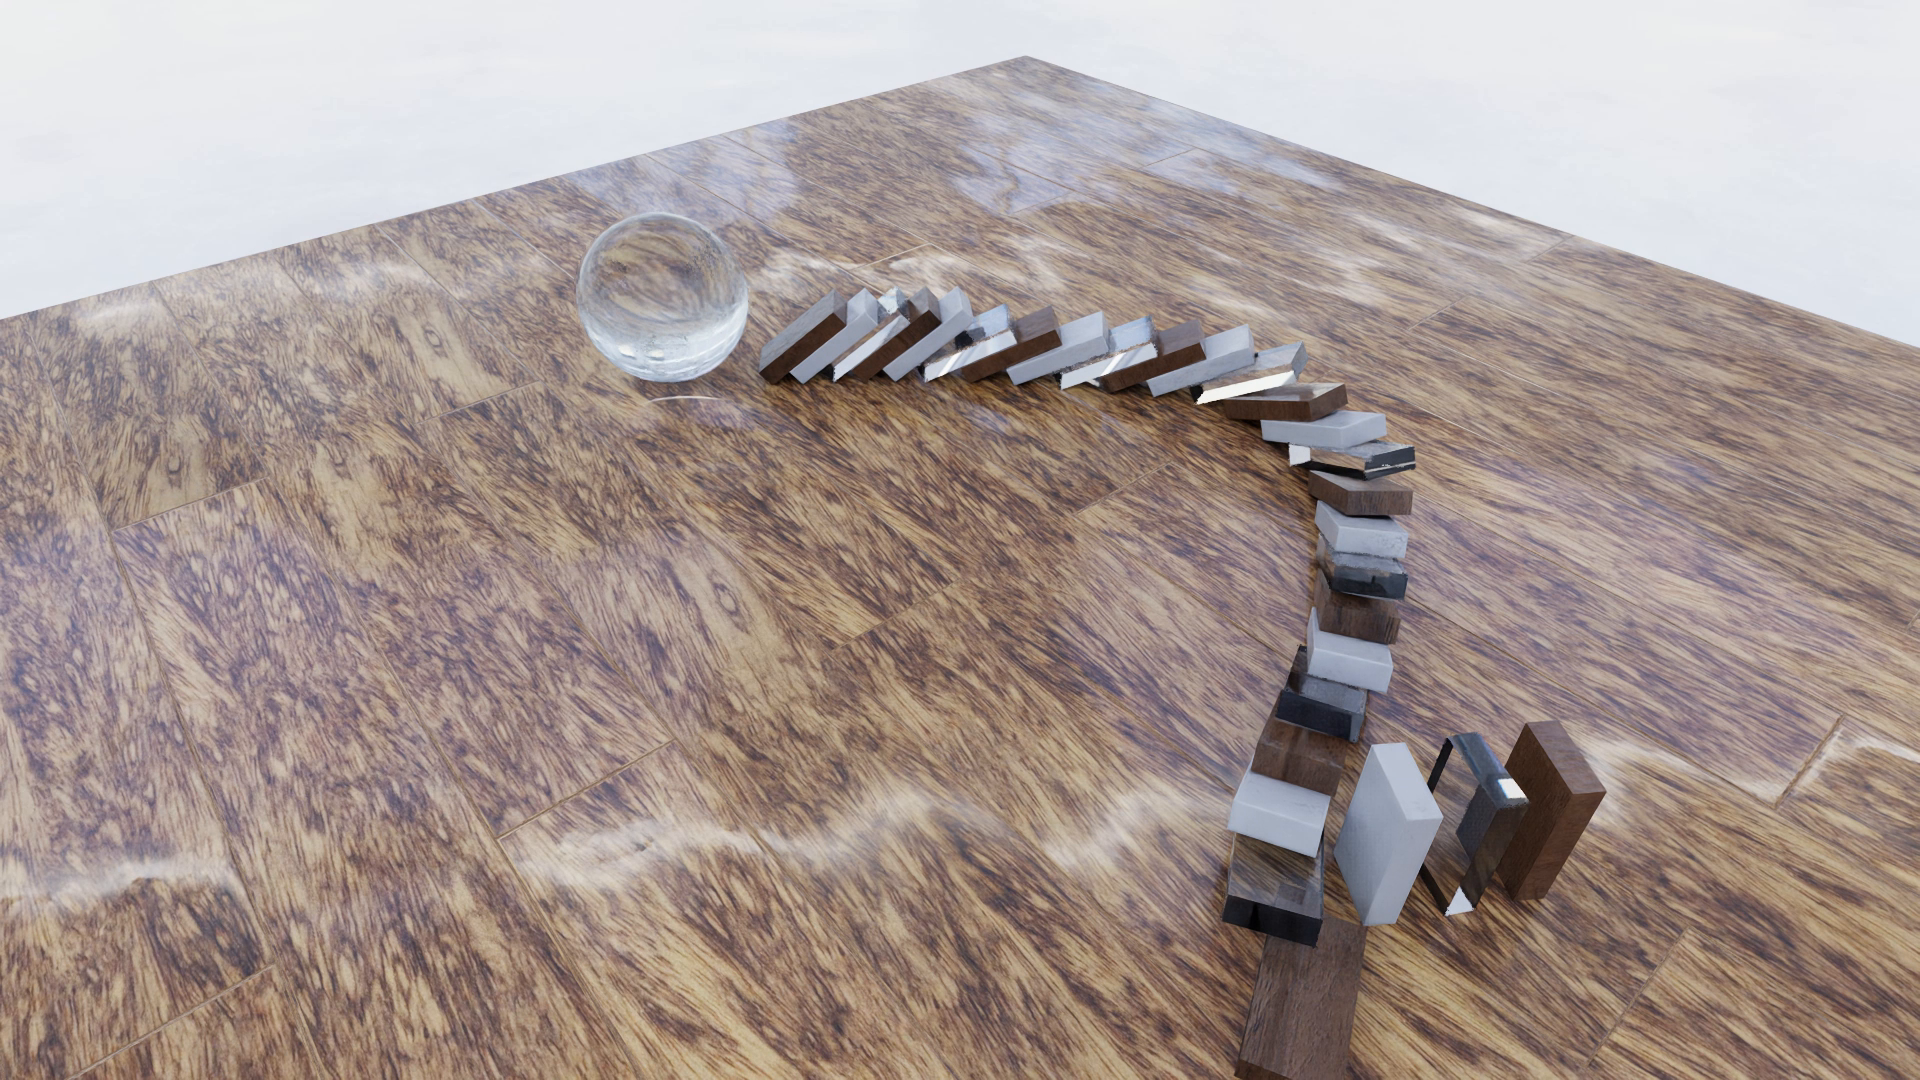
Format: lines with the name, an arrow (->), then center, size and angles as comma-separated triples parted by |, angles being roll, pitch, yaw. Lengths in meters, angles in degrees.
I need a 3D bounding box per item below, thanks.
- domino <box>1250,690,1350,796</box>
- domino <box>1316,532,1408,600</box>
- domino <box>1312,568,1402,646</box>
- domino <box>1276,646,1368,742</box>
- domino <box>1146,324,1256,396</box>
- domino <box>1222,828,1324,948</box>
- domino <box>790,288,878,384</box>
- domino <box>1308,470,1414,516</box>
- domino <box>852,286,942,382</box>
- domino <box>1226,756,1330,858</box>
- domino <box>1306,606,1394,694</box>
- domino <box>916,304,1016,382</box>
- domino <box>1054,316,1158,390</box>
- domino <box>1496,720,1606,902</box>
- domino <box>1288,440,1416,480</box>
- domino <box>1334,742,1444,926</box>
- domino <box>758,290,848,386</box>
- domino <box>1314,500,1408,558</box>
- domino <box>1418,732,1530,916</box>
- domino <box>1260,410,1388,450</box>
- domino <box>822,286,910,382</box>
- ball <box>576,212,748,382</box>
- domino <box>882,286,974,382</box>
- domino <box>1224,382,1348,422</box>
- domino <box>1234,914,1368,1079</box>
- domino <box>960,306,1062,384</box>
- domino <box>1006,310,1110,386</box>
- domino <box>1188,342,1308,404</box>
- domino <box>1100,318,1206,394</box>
domino -> 0.110, 0.063, 0.350 | 0.025, 0.009, 0.050 | 15, 17, 21
domino -> 0.151, 0.009, 0.416 | 0.025, 0.009, 0.050 | 8, 15, 10
domino -> 0.143, 0.023, 0.399 | 0.025, 0.010, 0.050 | 11, 16, 13
domino -> 0.122, 0.050, 0.367 | 0.025, 0.009, 0.050 | 16, 18, 19
domino -> 0.116, -0.087, 0.531 | 0.050, 0.010, 0.025 | -16, 31, 24
domino -> 0.091, 0.094, 0.318 | 0.025, 0.009, 0.050 | 12, 24, 14
domino -> -0.062, -0.101, 0.543 | 0.050, 0.009, 0.025 | -34, 34, 22
domino -> 0.163, -0.020, 0.451 | 0.025, 0.010, 0.050 | 0, 13, 0
domino -> -0.032, -0.102, 0.545 | 0.050, 0.009, 0.025 | -34, 35, 20
domino -> 0.099, 0.077, 0.333 | 0.025, 0.010, 0.050 | 14, 17, 21
domino -> 0.134, 0.037, 0.382 | 0.025, 0.010, 0.050 | 13, 16, 14
domino -> 0.003, -0.098, 0.547 | 0.050, 0.009, 0.025 | -21, 37, 15
domino -> 0.071, -0.092, 0.539 | 0.050, 0.010, 0.025 | -17, 34, 22
domino -> 0.165, 0.078, 0.316 | 0.009, 0.050, 0.025 | -4, 39, -4
domino -> 0.167, -0.036, 0.470 | 0.025, 0.010, 0.050 | -13, 15, -17
domino -> 0.119, 0.083, 0.310 | 0.009, 0.050, 0.025 | -3, 39, -4
domino -> -0.077, -0.100, 0.542 | 0.050, 0.010, 0.025 | -34, 34, 21
domino -> 0.157, -0.005, 0.433 | 0.025, 0.010, 0.050 | 6, 14, 8
domino -> 0.142, 0.081, 0.313 | 0.009, 0.050, 0.025 | -7, 40, -9
domino -> 0.160, -0.050, 0.488 | 0.025, 0.010, 0.050 | -18, 17, -22
domino -> -0.047, -0.102, 0.545 | 0.050, 0.010, 0.025 | -34, 35, 21
ball -> -0.142, -0.116, 0.530 | 0.080, 0.080, 0.080 | 0, 39, 0
domino -> -0.017, -0.102, 0.545 | 0.050, 0.009, 0.025 | -34, 35, 19
domino -> 0.149, -0.064, 0.505 | 0.025, 0.010, 0.050 | -26, 20, -28
domino -> 0.092, 0.123, 0.294 | 0.025, 0.009, 0.050 | 15, 42, 18
domino -> 0.025, -0.097, 0.546 | 0.050, 0.009, 0.025 | -20, 37, 15
domino -> 0.048, -0.095, 0.543 | 0.050, 0.010, 0.025 | -17, 35, 19
domino -> 0.137, -0.079, 0.521 | 0.050, 0.010, 0.025 | -10, 27, 36
domino -> 0.094, -0.090, 0.535 | 0.050, 0.009, 0.025 | -17, 33, 22
